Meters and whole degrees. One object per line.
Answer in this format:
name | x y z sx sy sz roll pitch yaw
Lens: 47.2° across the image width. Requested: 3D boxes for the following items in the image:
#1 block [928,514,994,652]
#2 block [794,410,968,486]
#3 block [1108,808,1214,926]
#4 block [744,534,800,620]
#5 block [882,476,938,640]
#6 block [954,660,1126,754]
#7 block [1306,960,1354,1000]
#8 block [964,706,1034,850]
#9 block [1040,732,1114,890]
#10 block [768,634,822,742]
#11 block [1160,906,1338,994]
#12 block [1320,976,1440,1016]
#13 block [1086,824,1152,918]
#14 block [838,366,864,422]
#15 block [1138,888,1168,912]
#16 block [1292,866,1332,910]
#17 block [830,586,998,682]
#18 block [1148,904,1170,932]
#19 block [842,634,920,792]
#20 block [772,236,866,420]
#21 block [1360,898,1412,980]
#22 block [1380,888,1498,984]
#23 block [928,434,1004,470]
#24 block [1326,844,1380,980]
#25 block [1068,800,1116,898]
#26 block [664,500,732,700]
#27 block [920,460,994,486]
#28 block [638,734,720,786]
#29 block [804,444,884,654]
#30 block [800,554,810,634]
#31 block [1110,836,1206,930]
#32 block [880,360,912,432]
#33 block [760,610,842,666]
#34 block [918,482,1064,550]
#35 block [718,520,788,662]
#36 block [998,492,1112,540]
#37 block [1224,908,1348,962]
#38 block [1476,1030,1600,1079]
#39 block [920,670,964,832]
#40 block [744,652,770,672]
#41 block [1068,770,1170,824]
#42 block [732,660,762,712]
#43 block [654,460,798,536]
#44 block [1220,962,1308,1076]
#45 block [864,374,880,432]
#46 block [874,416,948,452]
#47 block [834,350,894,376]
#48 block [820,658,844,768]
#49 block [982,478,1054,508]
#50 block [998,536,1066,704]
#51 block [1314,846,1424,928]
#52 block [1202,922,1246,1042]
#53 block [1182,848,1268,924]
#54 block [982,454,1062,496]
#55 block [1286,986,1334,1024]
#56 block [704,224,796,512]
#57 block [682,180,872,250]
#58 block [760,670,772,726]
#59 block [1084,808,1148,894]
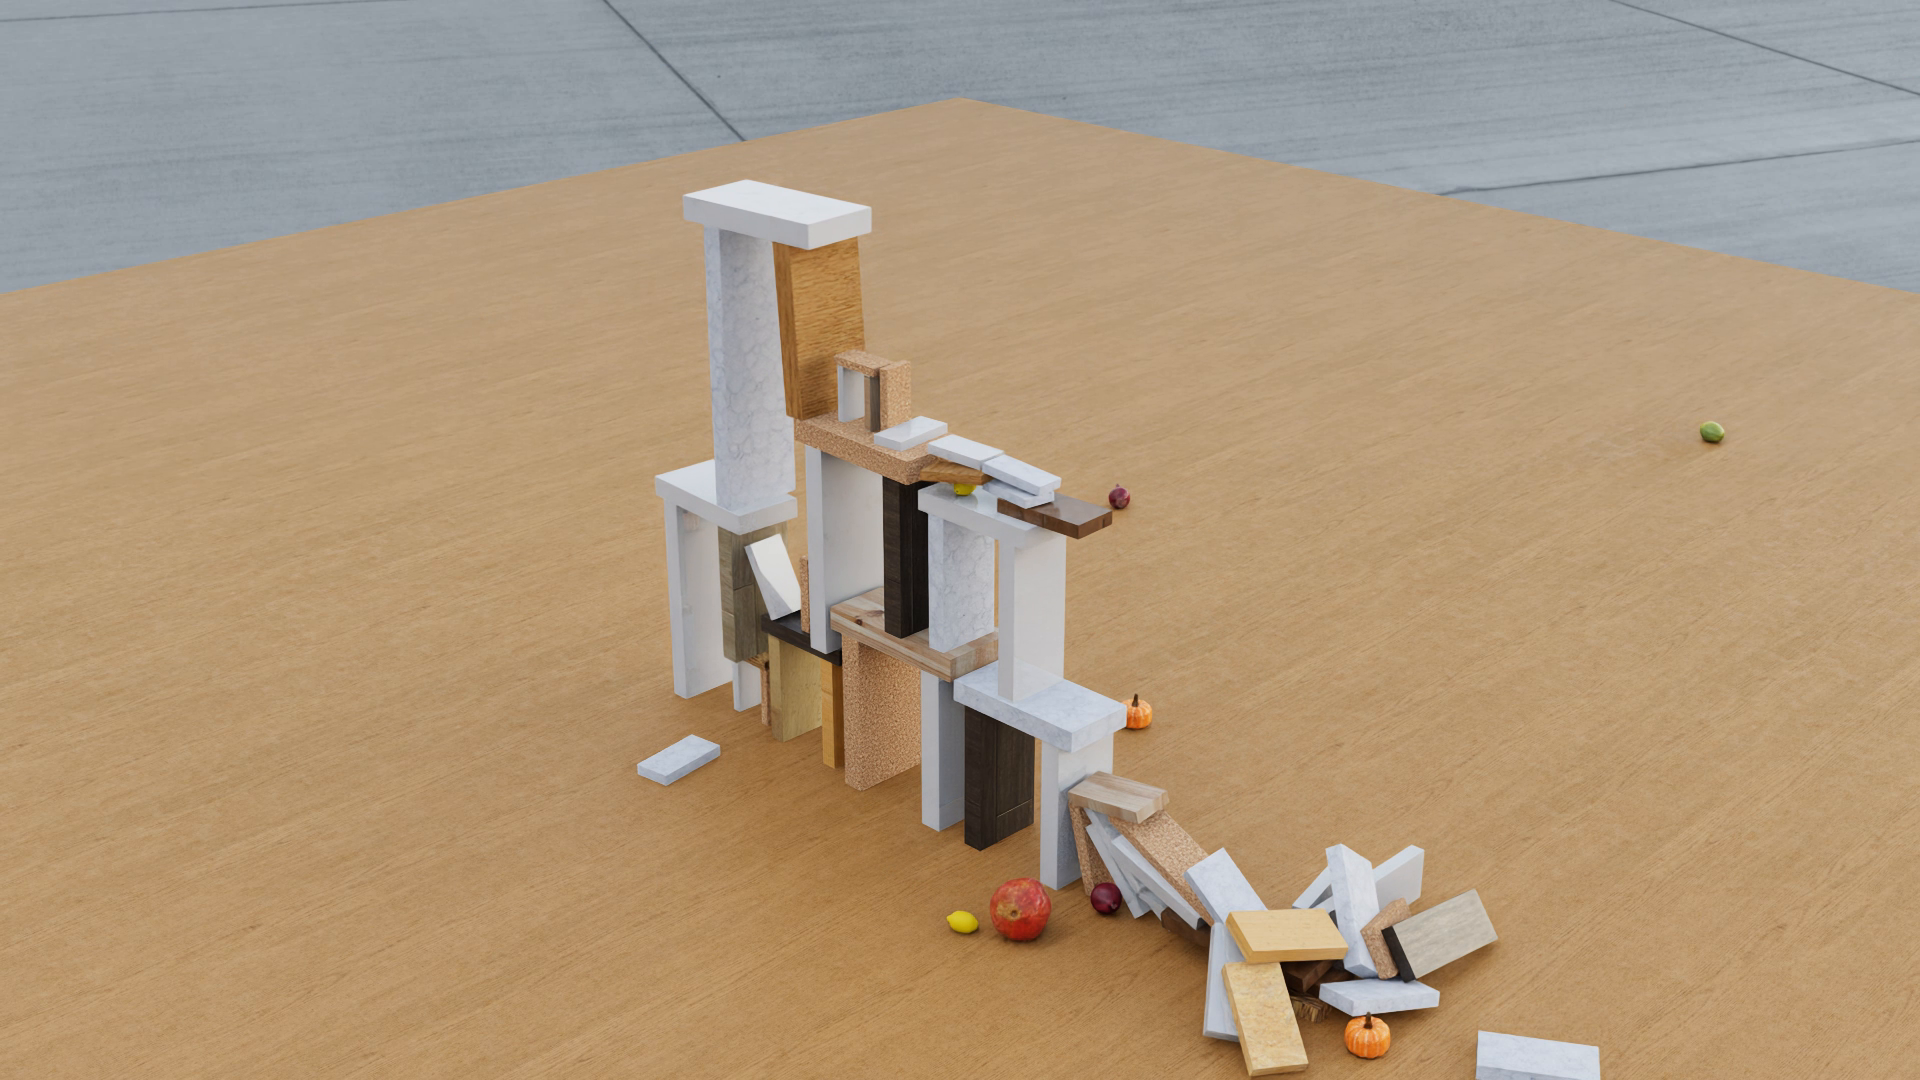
block | 0.004 0.065 4.245 0.040 0.280 0.140 21 31 41
block | -0.154 -0.195 4.300 0.167 0.047 0.334 -20 30 -39
block | 0.397 0.578 3.985 0.087 0.025 0.305 -24 48 -27
block | -0.390 0.078 4.654 0.083 0.166 0.023 -22 3 -42
block | -0.073 0.011 4.303 0.167 0.334 0.047 -21 31 -40
block | 0.151 0.310 4.189 0.153 0.043 0.307 -21 31 -41
block | 0.596 0.745 3.896 0.093 0.026 0.186 -19 30 -38
block | 0.079 0.443 4.324 0.043 0.307 0.153 21 31 41
block | 0.222 0.499 4.191 0.153 0.307 0.043 -21 31 -41
block | -0.350 0.300 4.736 0.035 0.247 0.124 21 31 41
block | 0.516 0.703 3.916 0.312 0.032 0.113 20 40 40
block | 0.725 0.787 3.802 0.186 0.026 0.093 1 8 -28
block | 0.321 0.604 4.133 0.096 0.192 0.027 -21 -11 -41
block | -0.213 -0.294 4.324 0.058 0.116 0.016 -20 30 -40
block | 0.394 0.667 4.046 0.117 0.017 0.058 32 47 27
block | 0.663 0.673 4.044 0.029 0.102 0.204 14 27 30
block | -0.079 0.181 4.391 0.344 0.049 0.172 21 31 41
block | 0.376 0.664 4.086 0.058 0.017 0.117 -25 67 -34
block | -0.160 0.330 4.542 0.049 0.344 0.172 21 31 41
block | -0.273 -0.430 4.346 0.175 0.350 0.050 -21 26 -40
block | 0.772 0.710 3.921 0.026 0.093 0.186 -25 -4 29
block | 0.859 0.705 3.930 0.268 0.099 0.028 -11 -17 -44
block | 0.011 -0.166 4.144 0.137 0.019 0.068 20 30 40
block | 0.708 0.665 3.910 0.032 0.113 0.227 -24 52 29
block | 0.264 0.569 4.174 0.096 0.192 0.027 -21 16 -41
block | -0.573 0.113 4.893 0.043 0.470 0.153 21 31 41
block | -0.001 -0.125 4.109 0.132 0.019 0.066 6 21 30
block | -0.592 0.463 4.639 0.083 0.023 0.166 16 28 34
block | -0.231 -0.001 4.471 0.167 0.444 0.047 -21 31 -40
block | -0.294 0.103 4.582 0.023 0.166 0.083 21 31 40
block | 0.391 0.601 4.001 0.113 0.032 0.227 -28 50 -30
block | -0.124 -0.273 4.247 0.019 0.137 0.068 18 29 36
block | -0.292 0.193 4.628 0.247 0.035 0.124 21 31 41
block | 0.069 -0.057 4.122 0.280 0.040 0.140 21 31 41
block | -0.440 0.097 4.720 0.153 0.306 0.043 -21 30 -40
block | 0.173 -0.053 4.026 0.193 0.027 0.097 20 30 38
block | 0.565 0.683 3.801 0.193 0.027 0.097 3 34 -24
block | 0.963 0.872 3.669 0.197 0.028 0.099 5 24 12
block | 0.002 0.393 4.393 0.049 0.344 0.172 21 31 41
block | -0.443 0.243 4.793 0.072 0.020 0.144 -21 31 -40
block | 0.292 0.475 4.065 0.087 0.025 0.174 -29 26 -36
block | -0.469 0.301 4.866 0.072 0.144 0.020 -21 30 -40
block | -0.504 -0.094 4.722 0.153 0.043 0.306 -19 29 -38
block | 0.513 0.803 3.708 0.097 0.027 0.194 -3 53 -13
block | -0.159 -0.272 4.273 0.058 0.116 0.016 -21 31 -40
block | -0.095 -0.205 4.239 0.068 0.019 0.137 18 29 36
block | -0.186 -0.344 4.273 0.058 0.016 0.116 -21 31 -40
block | -0.233 0.346 4.630 0.035 0.248 0.124 21 31 41
block | 0.107 -0.092 4.058 0.066 0.019 0.132 -16 26 -32
block | 0.135 0.136 4.132 0.140 0.322 0.040 -21 31 -41
block | 0.743 0.672 4.046 0.029 0.102 0.338 21 31 40
block | 0.475 0.761 3.772 0.099 0.028 0.197 12 57 -4
block | 0.479 0.638 3.878 0.087 0.025 0.174 -27 72 -27
block | 0.113 -0.119 4.049 0.132 0.019 0.066 24 30 32
block | 0.566 0.782 3.881 0.204 0.029 0.102 16 28 33
block | -0.431 -0.371 4.538 0.175 0.610 0.050 -21 31 -40
block | -0.362 -0.644 4.336 0.350 0.050 0.175 19 29 37
block | -0.400 0.329 4.802 0.072 0.144 0.020 -20 31 -39
block | 0.321 0.556 4.091 0.096 0.027 0.192 -19 63 -26
